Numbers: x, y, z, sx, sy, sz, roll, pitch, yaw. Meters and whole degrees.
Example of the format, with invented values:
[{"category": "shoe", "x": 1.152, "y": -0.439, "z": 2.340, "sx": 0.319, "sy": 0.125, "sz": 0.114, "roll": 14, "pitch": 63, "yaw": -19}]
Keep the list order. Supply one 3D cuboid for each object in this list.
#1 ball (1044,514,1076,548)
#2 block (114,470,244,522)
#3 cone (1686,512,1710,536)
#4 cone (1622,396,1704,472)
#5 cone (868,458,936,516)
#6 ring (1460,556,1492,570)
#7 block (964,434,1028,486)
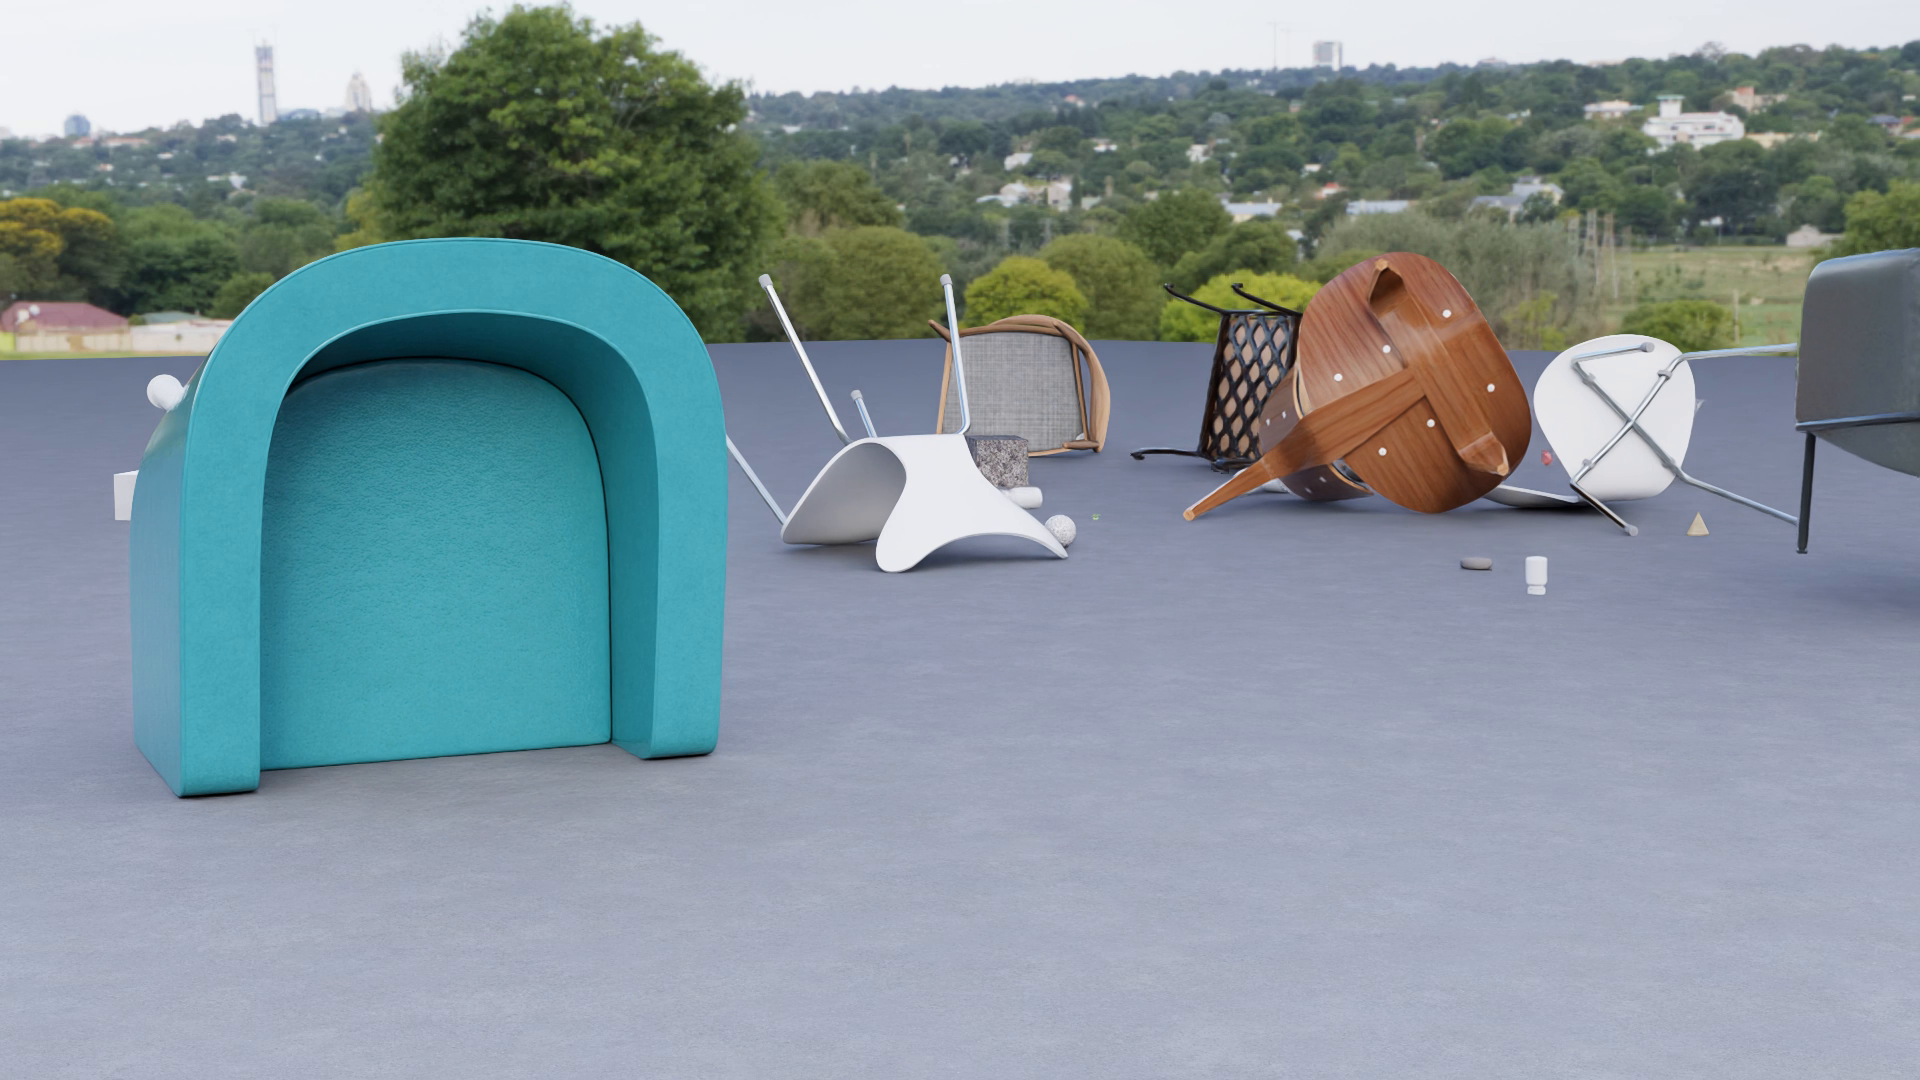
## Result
[{"category": "ball", "x": 0.242, "y": -0.021, "z": 6.232, "sx": 0.080, "sy": 0.080, "sz": 0.080, "roll": 0, "pitch": 6, "yaw": 0}, {"category": "block", "x": -2.130, "y": -0.123, "z": 7.003, "sx": 0.286, "sy": 0.123, "sz": 0.187, "roll": 1, "pitch": 6, "yaw": 7}, {"category": "cone", "x": 1.881, "y": -0.043, "z": 6.539, "sx": 0.074, "sy": 0.060, "sz": 0.042, "roll": -3, "pitch": 7, "yaw": -31}, {"category": "cone", "x": 2.290, "y": -0.412, "z": 8.540, "sx": 0.219, "sy": 0.314, "sz": 0.273, "roll": 41, "pitch": 20, "yaw": 11}, {"category": "cone", "x": -0.139, "y": -0.111, "z": 7.119, "sx": 0.208, "sy": 0.117, "sz": 0.193, "roll": -30, "pitch": 48, "yaw": 1}, {"category": "ring", "x": 1.162, "y": 0.052, "z": 5.778, "sx": 0.078, "sy": 0.027, "sz": 0.055, "roll": 4, "pitch": 5, "yaw": 43}, {"category": "block", "x": 0.114, "y": -0.252, "z": 8.150, "sx": 0.162, "sy": 0.146, "sz": 0.255, "roll": -1, "pitch": 6, "yaw": -9}]
